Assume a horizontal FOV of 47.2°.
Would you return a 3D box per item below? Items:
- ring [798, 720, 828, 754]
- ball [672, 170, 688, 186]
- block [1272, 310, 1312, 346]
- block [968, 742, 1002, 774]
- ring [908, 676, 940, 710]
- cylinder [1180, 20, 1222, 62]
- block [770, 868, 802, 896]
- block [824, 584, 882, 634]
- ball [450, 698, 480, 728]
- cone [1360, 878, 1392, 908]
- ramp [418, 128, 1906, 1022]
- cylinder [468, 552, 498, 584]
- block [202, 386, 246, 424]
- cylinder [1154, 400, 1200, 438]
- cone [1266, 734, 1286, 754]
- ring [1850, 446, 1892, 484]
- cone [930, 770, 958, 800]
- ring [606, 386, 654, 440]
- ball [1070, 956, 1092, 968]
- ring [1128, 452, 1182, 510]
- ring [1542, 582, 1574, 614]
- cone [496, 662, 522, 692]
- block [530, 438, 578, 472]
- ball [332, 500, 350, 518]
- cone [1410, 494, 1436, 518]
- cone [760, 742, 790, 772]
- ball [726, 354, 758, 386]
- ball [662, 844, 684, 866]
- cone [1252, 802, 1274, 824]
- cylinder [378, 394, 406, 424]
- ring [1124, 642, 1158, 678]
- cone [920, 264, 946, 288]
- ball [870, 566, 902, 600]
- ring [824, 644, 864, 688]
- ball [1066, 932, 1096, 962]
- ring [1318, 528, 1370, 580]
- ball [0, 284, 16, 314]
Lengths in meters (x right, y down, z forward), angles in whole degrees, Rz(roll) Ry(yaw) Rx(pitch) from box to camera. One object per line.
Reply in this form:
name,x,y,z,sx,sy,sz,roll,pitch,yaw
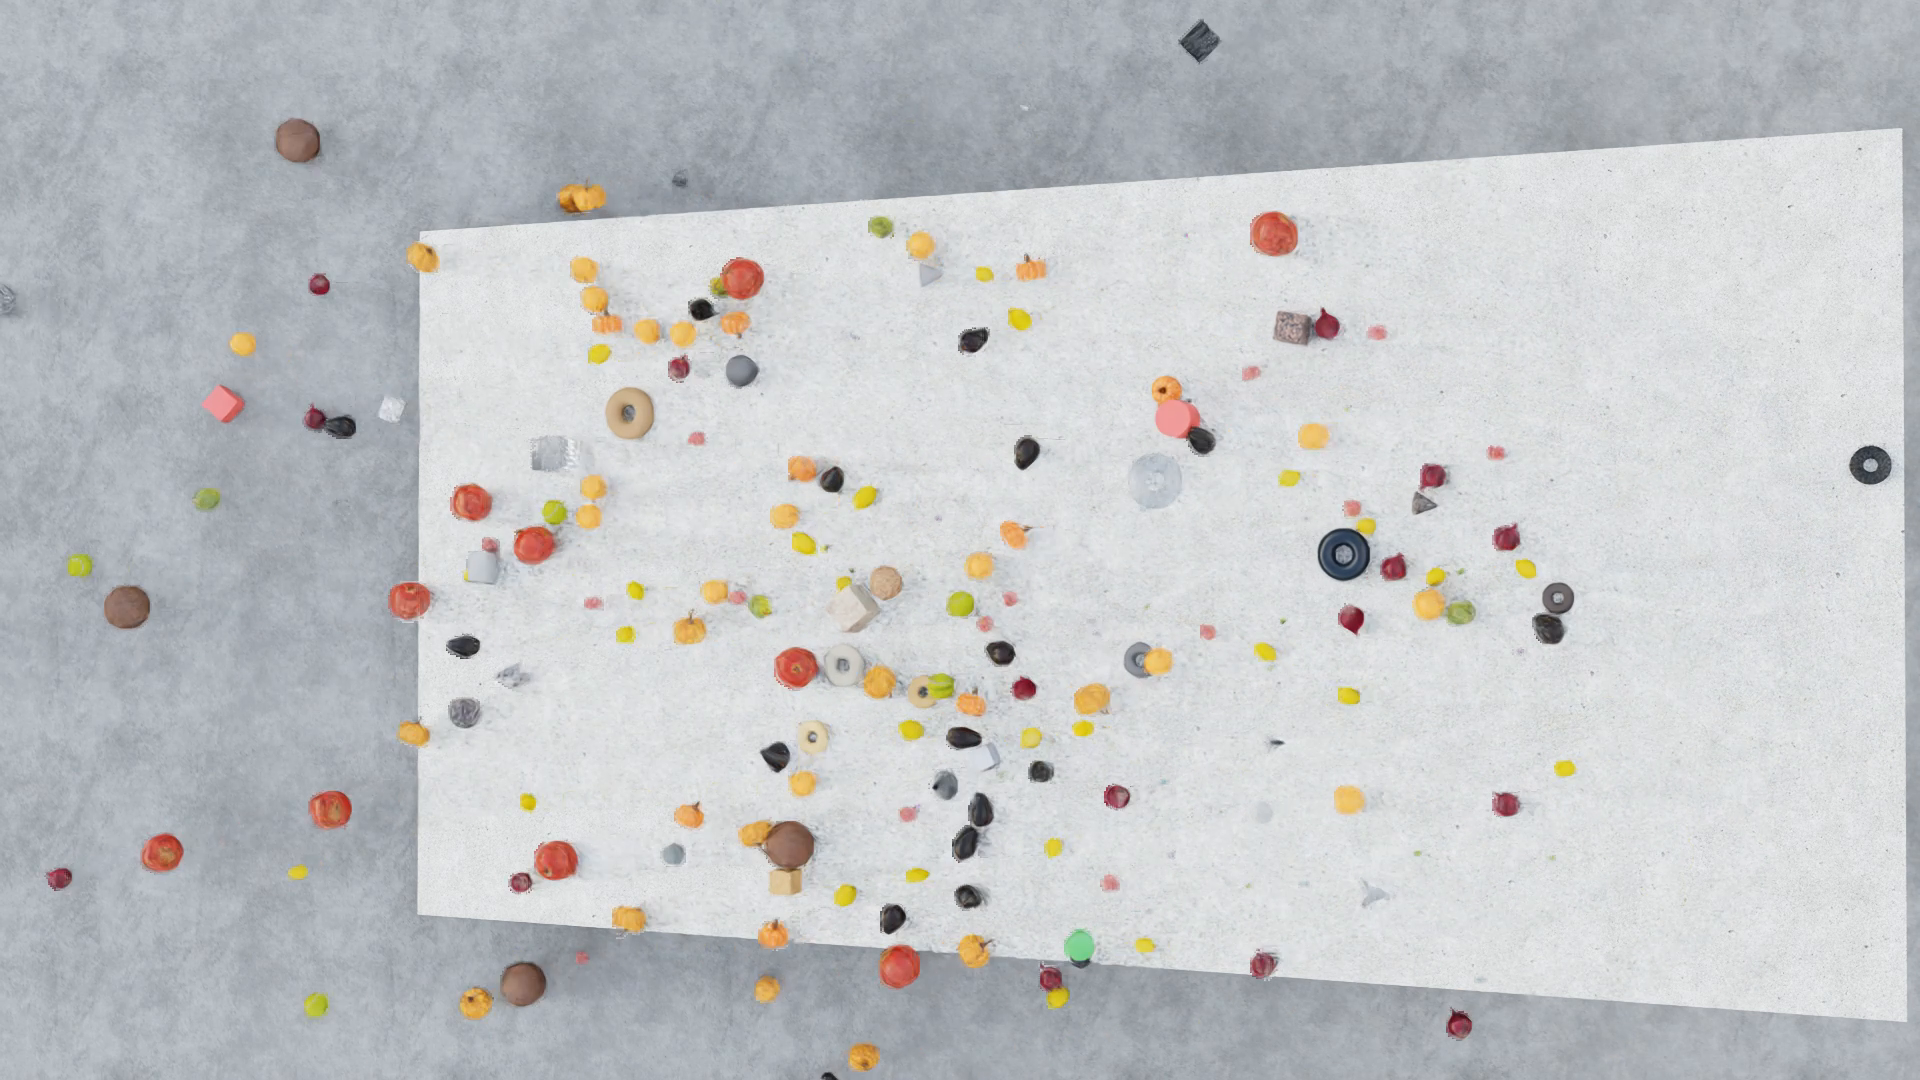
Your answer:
ring,-0.397,0.532,5.930,0.094,0.031,0.094,1,92,25
ball,-0.832,-1.074,6.524,0.050,0.050,0.050,0,89,0
block,0.819,-0.522,5.422,0.071,0.071,0.071,12,94,22
block,0.065,0.568,5.726,0.058,0.058,0.058,-30,79,19
ring,-0.097,0.402,5.805,0.089,0.030,0.089,-3,79,17
cylinder,0.689,-1.426,6.292,0.087,0.087,0.087,-43,89,16
block,-0.471,0.922,5.939,0.063,0.063,0.063,0,89,22
block,-0.285,0.184,5.857,0.091,0.091,0.091,-42,75,16
ball,-1.424,0.497,6.323,0.088,0.088,0.088,0,89,0
cone,1.016,0.861,5.345,0.072,0.072,0.072,4,89,-7
ramp,0.283,0.086,5.728,4.000,0.100,2.000,0,89,22
cylinder,-1.366,0.082,6.297,0.082,0.082,0.082,2,82,0
block,-2.177,-0.402,6.502,0.076,0.076,0.076,41,89,0
cylinder,0.547,-0.303,5.520,0.092,0.092,0.092,0,89,22
cone,0.787,0.505,5.449,0.050,0.050,0.050,-6,89,-4
ring,2.044,-0.168,4.937,0.089,0.030,0.089,0,90,21
cone,-0.056,0.646,5.763,0.080,0.080,0.080,0,89,22
ring,-0.923,-0.355,6.149,0.149,0.050,0.149,0,90,21
ball,0.308,1.067,5.621,0.054,0.054,0.054,0,89,0
ring,0.494,-0.149,5.565,0.143,0.048,0.143,0,89,21
ring,1.413,0.137,5.195,0.075,0.025,0.075,-1,88,23
cone,-1.273,0.404,6.291,0.077,0.077,0.077,-30,106,0
block,-1.147,-0.241,6.216,0.093,0.093,0.093,0,89,22
ball,-1.831,-0.093,6.512,0.050,0.050,0.050,0,89,0
cone,1.129,-0.085,5.313,0.059,0.059,0.059,-2,89,-19
cone,-0.517,0.580,5.941,0.081,0.081,0.081,-12,68,31
ball,-0.596,-0.462,5.995,0.086,0.086,0.086,0,89,0
ball,-0.790,0.868,6.072,0.061,0.061,0.061,0,89,0
cone,0.741,0.678,5.447,0.057,0.057,0.057,0,89,22
cylinder,-1.667,-0.384,6.448,0.062,0.062,0.062,24,100,0
ring,0.459,0.307,5.580,0.091,0.030,0.091,-1,88,16
cone,-0.070,-0.702,5.812,0.066,0.066,0.066,-6,89,-4
ball,-0.196,0.114,5.790,0.088,0.088,0.088,0,89,0
ring,-0.311,0.336,5.894,0.117,0.039,0.117,0,91,22
ball,0.304,1.027,5.561,0.075,0.075,0.075,0,89,0
ring,0.939,0.035,5.381,0.131,0.044,0.131,0,91,22
ball,-2.842,-0.714,6.500,0.090,0.090,0.090,0,89,0
